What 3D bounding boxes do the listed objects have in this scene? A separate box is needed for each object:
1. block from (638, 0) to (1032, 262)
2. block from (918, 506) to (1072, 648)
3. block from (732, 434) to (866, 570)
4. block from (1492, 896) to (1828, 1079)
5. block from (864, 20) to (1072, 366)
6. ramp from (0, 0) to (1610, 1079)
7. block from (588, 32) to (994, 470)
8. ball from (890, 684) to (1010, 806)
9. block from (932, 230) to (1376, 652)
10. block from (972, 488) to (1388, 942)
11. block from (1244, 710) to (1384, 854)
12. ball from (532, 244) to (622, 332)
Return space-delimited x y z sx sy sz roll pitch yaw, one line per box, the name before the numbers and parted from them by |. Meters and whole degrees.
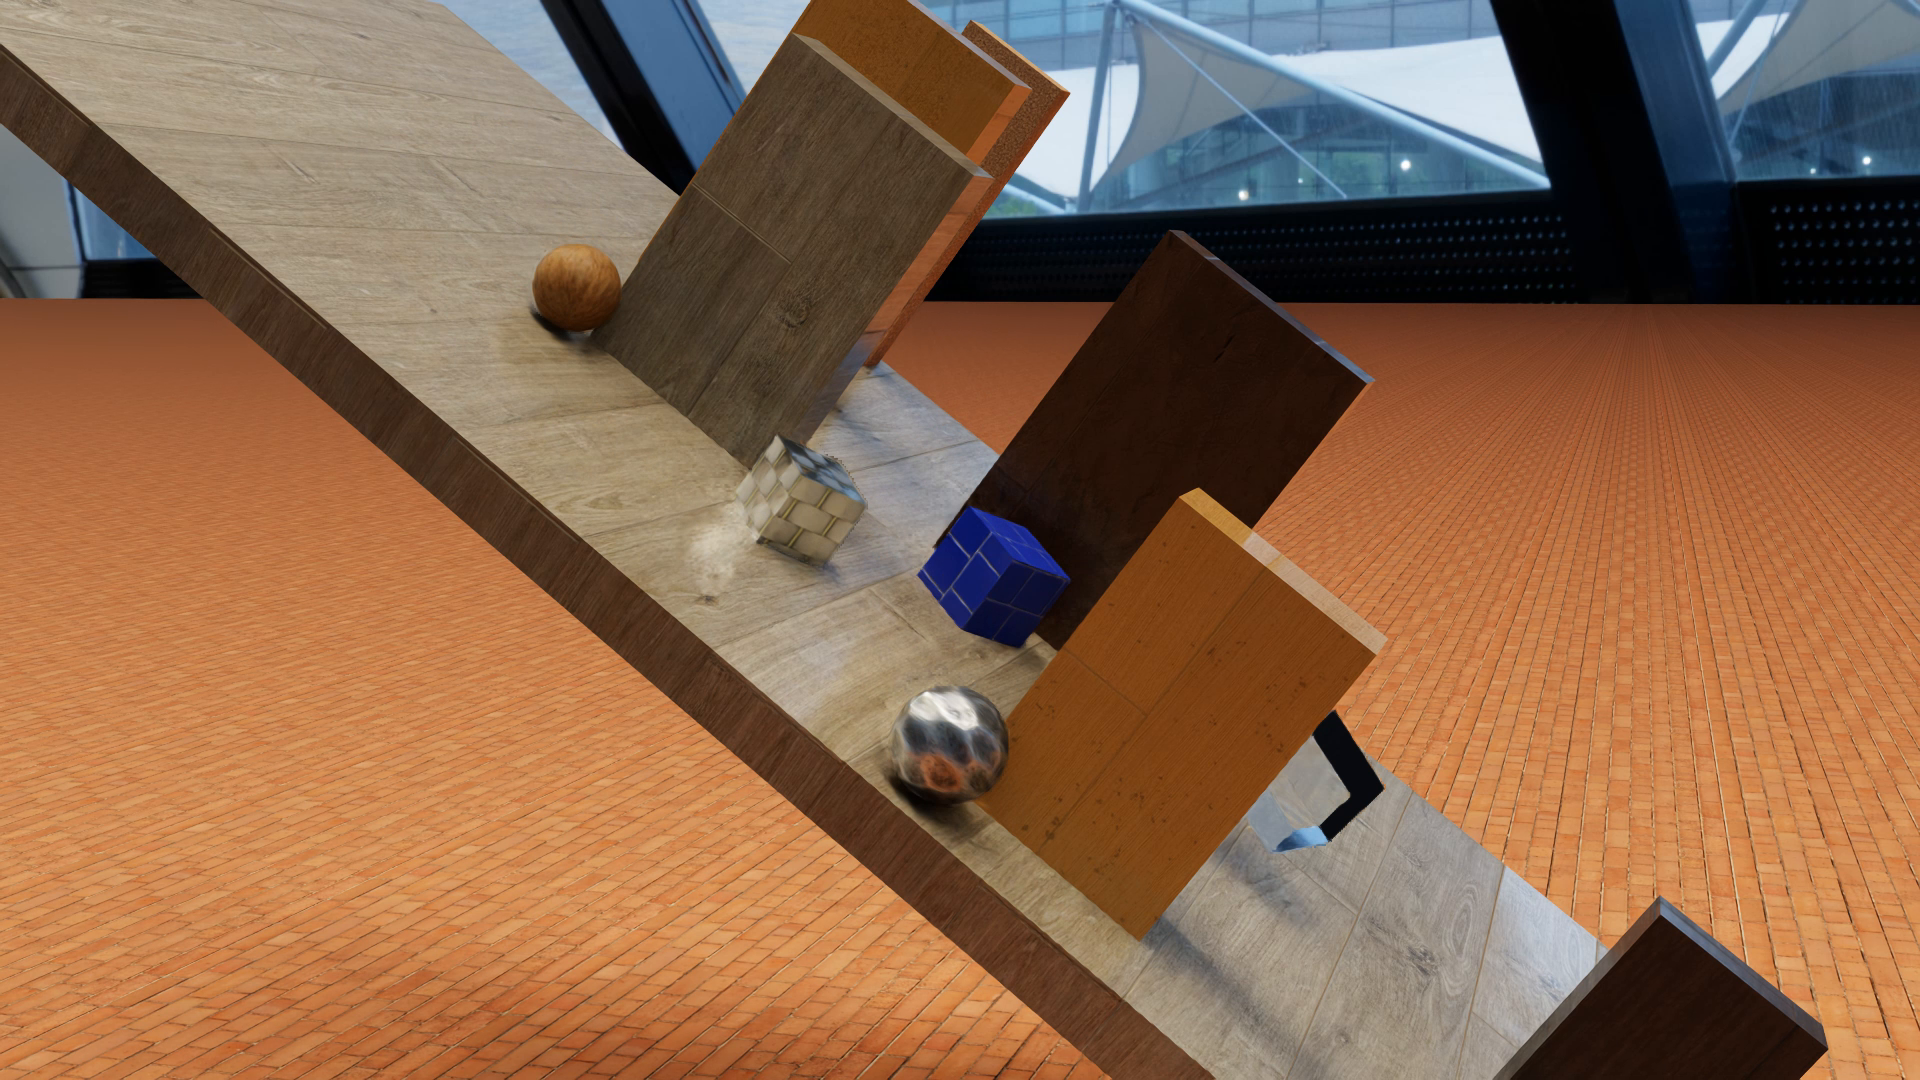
block | -0.259 -0.734 4.439 0.440 0.754 0.125 39 16 9
block | 0.061 0.067 3.934 0.161 0.161 0.161 20 23 -45
block | -0.268 -0.063 3.649 0.138 0.138 0.138 25 20 -37
block | 1.010 0.809 3.279 0.295 0.465 0.106 39 16 9
block | -0.083 -0.766 4.907 0.257 0.753 0.084 39 16 9
ramp | -0.050 0.108 4.063 4.000 0.100 2.000 39 16 9
block | -0.300 -0.493 3.855 0.406 0.650 0.126 39 16 9
ball | -0.015 0.291 3.118 0.170 0.170 0.170 0 7 0
block | 0.351 -0.138 4.064 0.449 0.740 0.132 39 16 9
block | 0.305 0.252 3.210 0.351 0.549 0.146 39 16 9
block | 0.573 0.406 3.681 0.158 0.158 0.158 -36 6 -33
ball | -0.669 -0.442 3.844 0.153 0.153 0.153 0 7 0
